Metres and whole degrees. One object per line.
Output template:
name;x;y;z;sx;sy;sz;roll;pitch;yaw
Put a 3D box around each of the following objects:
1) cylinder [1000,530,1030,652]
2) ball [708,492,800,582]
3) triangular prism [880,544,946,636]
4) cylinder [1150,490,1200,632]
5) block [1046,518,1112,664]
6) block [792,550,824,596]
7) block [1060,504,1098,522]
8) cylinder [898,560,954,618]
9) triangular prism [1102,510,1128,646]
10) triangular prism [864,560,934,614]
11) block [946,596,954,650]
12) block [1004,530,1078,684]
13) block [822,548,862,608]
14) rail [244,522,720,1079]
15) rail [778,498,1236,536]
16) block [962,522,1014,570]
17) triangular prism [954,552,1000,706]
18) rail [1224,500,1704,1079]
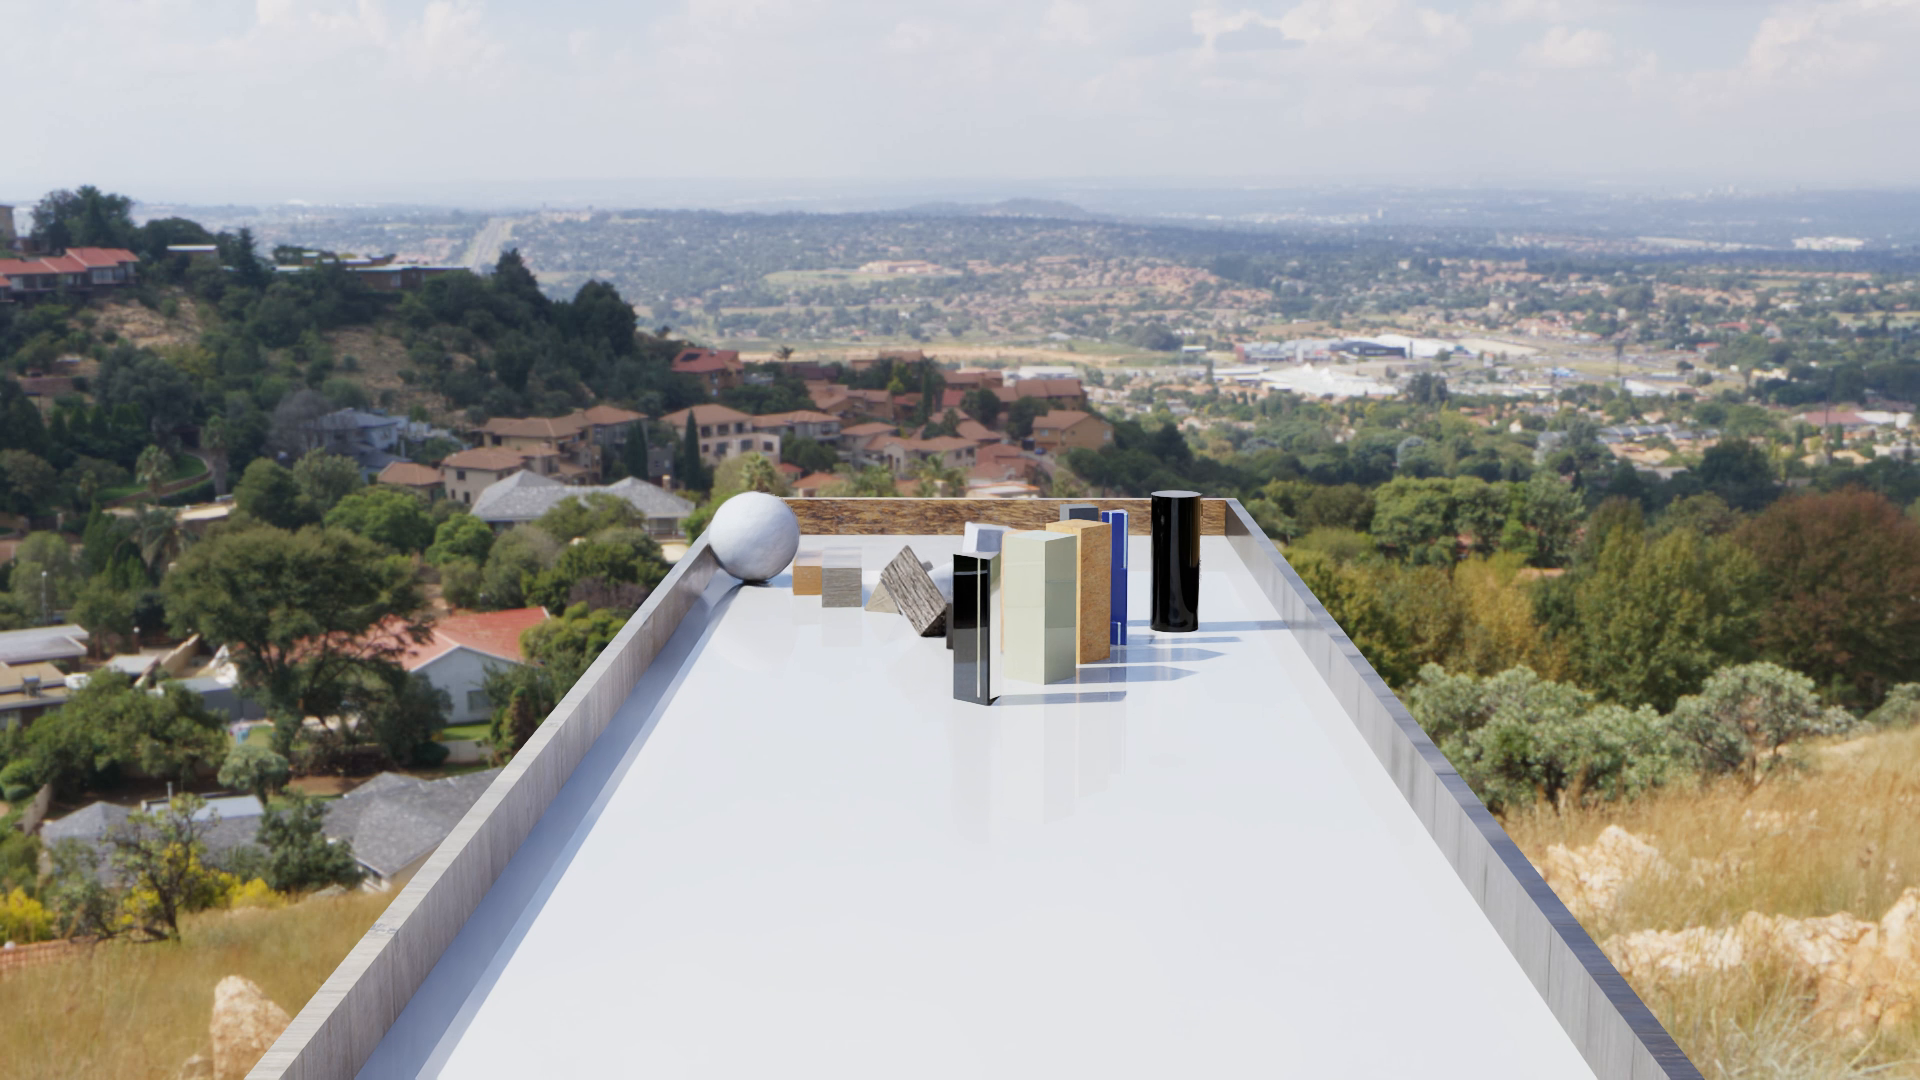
cylinder;0.204;0.162;6.796;0.161;0.358;0.161;2;14;-1
ball;-0.752;-0.011;8.031;0.328;0.328;0.328;0;9;0
triangular prism;-0.120;0.159;7.138;0.140;0.121;0.314;-6;41;-29
cylinder;0.700;0.069;7.159;0.161;0.443;0.161;0;9;0
block;0.360;0.155;6.701;0.140;0.416;0.140;9;12;44
block;-0.542;0.117;7.935;0.106;0.106;0.341;0;9;-2
block;0.389;0.084;7.213;0.100;0.396;0.100;-2;9;-15
cylinder;-0.065;0.166;7.511;0.142;0.142;0.455;3;10;20
triangular prism;0.499;0.116;6.936;0.087;0.420;0.075;4;10;24
triangular prism;-0.187;0.157;7.633;0.132;0.114;0.404;4;10;22
block;0.061;0.242;7.009;0.149;0.149;0.371;2;9;9
block;0.235;0.195;6.435;0.151;0.421;0.151;8;12;40
block;-0.414;0.129;7.758;0.137;0.137;0.449;0;9;-2
rail;-1.004;0.839;3.234;0.050;0.150;12.000;0;9;1
rail;0.099;-0.098;9.147;2.100;0.150;0.050;0;9;1
block;0.090;0.109;7.282;0.143;0.309;0.143;5;7;-17
triangular prism;0.072;0.243;6.157;0.137;0.413;0.118;9;12;43
rail;1.046;0.843;3.208;0.050;0.150;12.000;0;9;1
